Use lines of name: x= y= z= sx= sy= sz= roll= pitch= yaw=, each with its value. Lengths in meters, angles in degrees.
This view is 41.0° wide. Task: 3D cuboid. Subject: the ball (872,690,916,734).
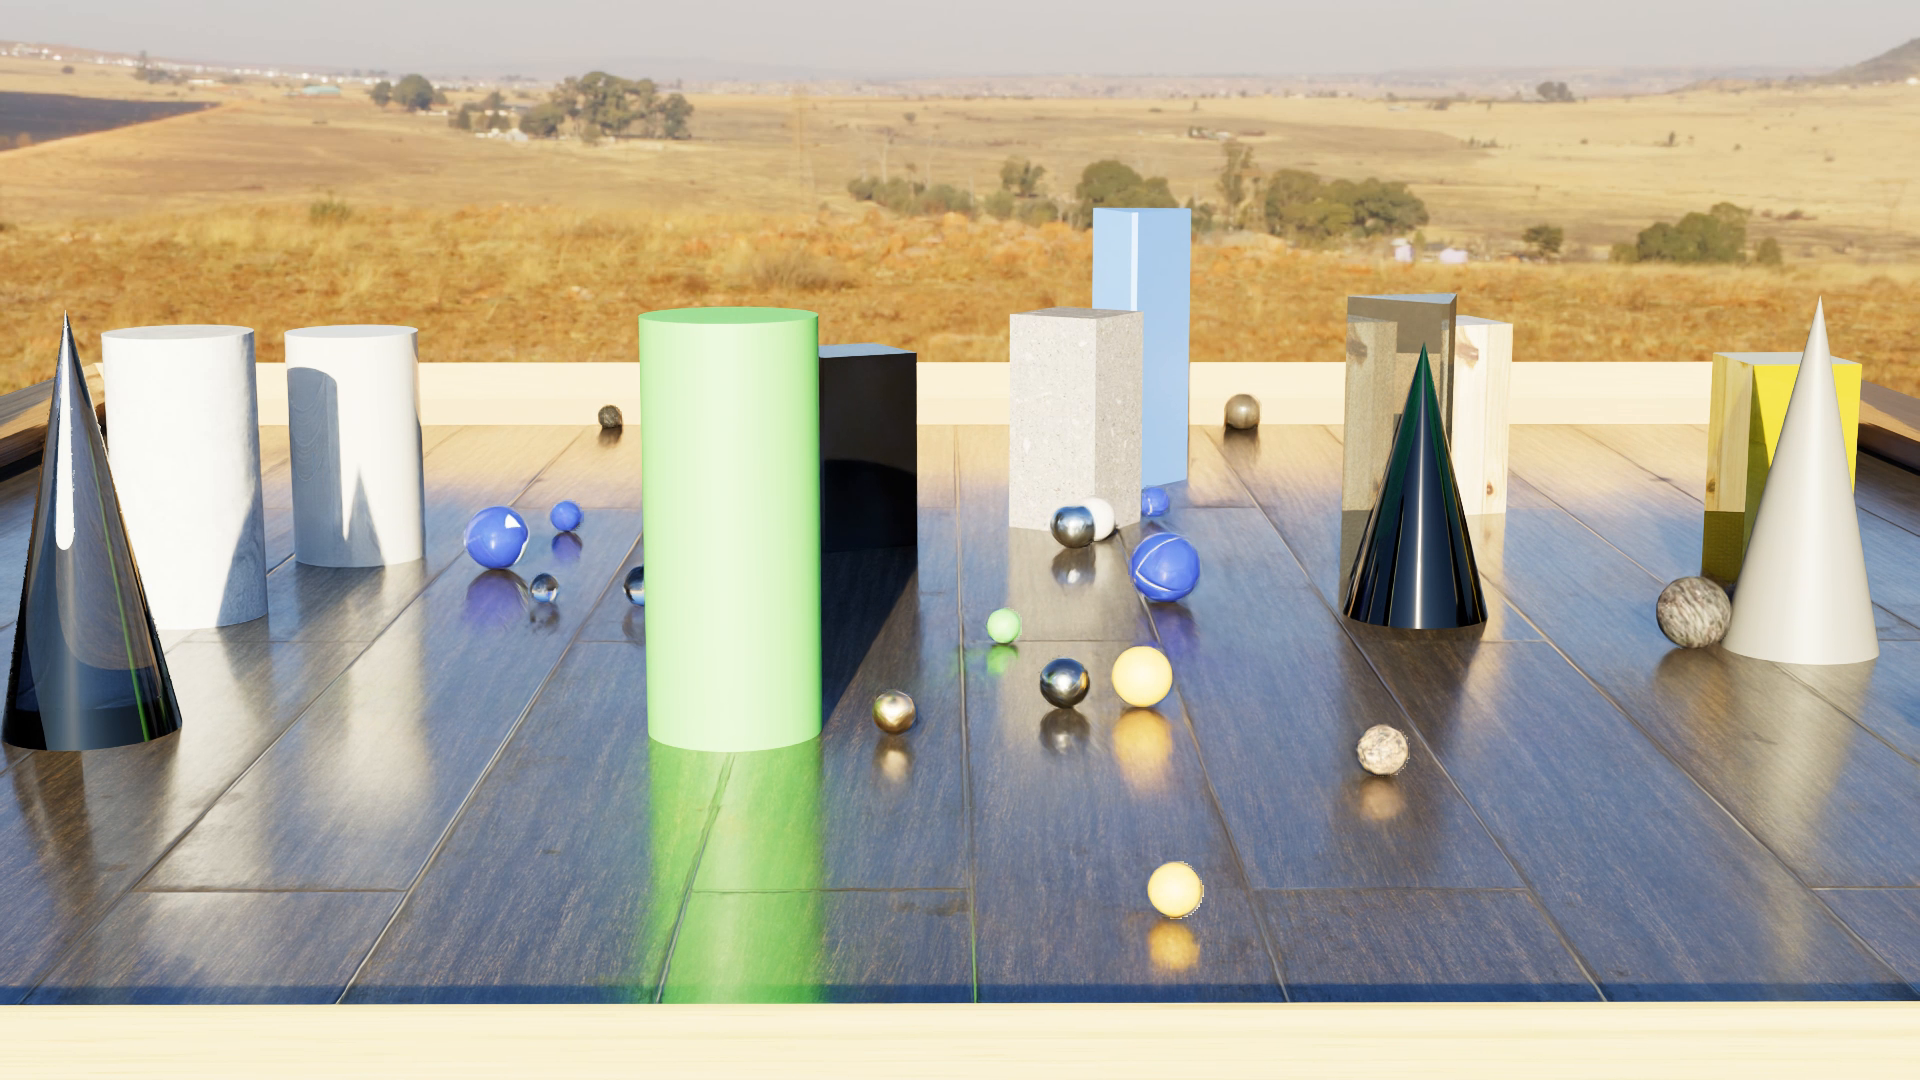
ball: x=-0.073 y=0.190 z=2.819 sx=0.048 sy=0.048 sz=0.048 roll=0 pitch=11 yaw=0

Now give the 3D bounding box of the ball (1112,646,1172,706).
ball: x=0.209 y=0.156 z=2.941 sx=0.070 sy=0.070 sz=0.070 roll=0 pitch=11 yaw=0

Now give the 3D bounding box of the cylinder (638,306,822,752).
cylinder: x=-0.249 y=-0.016 z=2.803 sx=0.193 sy=0.459 sz=0.193 roll=0 pitch=11 yaw=0

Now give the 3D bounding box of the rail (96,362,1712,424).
rail: x=-0.010 y=-0.294 z=5.206 sx=3.495 sy=0.125 sz=0.045 roll=0 pitch=11 yaw=0

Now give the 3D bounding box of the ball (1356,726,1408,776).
ball: x=0.437 y=0.218 z=2.657 sx=0.052 sy=0.052 sz=0.052 roll=0 pitch=11 yaw=0

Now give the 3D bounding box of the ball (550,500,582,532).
ball: x=-0.620 y=-0.037 z=4.040 sx=0.048 sy=0.048 sz=0.048 roll=0 pitch=11 yaw=0

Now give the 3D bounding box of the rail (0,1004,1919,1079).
rail: x=0.010 y=0.359 z=1.692 sx=3.495 sy=0.125 sz=0.045 roll=0 pitch=11 yaw=0

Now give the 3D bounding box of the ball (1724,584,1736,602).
ball: x=1.026 y=0.084 z=3.356 sx=0.059 sy=0.059 sz=0.059 roll=0 pitch=11 yaw=0

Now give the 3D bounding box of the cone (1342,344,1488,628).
cone: x=0.611 y=-0.082 z=3.409 sx=0.193 sy=0.367 sz=0.193 roll=0 pitch=11 yaw=0

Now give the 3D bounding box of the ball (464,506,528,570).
ball: x=-0.675 y=-0.003 z=3.735 sx=0.093 sy=0.093 sz=0.093 roll=0 pitch=11 yaw=0

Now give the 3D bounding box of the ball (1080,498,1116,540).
ball: x=0.207 y=-0.032 z=3.961 sx=0.067 sy=0.067 sz=0.067 roll=0 pitch=11 yaw=0

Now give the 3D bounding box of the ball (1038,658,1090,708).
ball: x=0.119 y=0.163 z=2.934 sx=0.058 sy=0.058 sz=0.058 roll=0 pitch=11 yaw=0

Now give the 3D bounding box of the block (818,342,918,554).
block: x=-0.169 y=-0.144 z=3.938 sx=0.154 sy=0.296 sz=0.154 roll=-5 pitch=12 yaw=-27

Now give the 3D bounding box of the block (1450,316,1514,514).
block: x=0.799 y=-0.207 z=4.233 sx=0.154 sy=0.310 sz=0.154 roll=-3 pitch=11 yaw=-18

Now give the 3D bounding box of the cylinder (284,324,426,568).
cylinder: x=-0.899 y=-0.143 z=3.821 sx=0.193 sy=0.336 sz=0.193 roll=0 pitch=11 yaw=0

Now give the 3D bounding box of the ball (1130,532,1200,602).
ball: x=0.281 y=0.037 z=3.506 sx=0.097 sy=0.097 sz=0.097 roll=0 pitch=11 yaw=0

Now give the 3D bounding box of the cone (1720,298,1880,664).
cone: x=1.061 y=-0.084 z=3.203 sx=0.193 sy=0.445 sz=0.193 roll=0 pitch=11 yaw=0

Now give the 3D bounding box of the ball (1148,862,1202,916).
ball: x=0.186 y=0.302 z=2.219 sx=0.046 sy=0.046 sz=0.046 roll=0 pitch=11 yaw=0

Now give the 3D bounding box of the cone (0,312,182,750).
cone: x=-0.963 y=-0.020 z=2.805 sx=0.193 sy=0.466 sz=0.193 roll=0 pitch=11 yaw=0

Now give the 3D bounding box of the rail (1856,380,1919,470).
rail: x=1.724 y=0.030 z=3.459 sx=0.045 sy=0.125 sz=3.621 roll=0 pitch=11 yaw=0

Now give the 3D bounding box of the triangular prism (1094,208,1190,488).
triangular prism: x=0.292 y=-0.340 z=4.495 sx=0.145 sy=0.477 sz=0.167 roll=8 pitch=13 yaw=38

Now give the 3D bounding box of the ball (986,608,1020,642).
ball: x=0.056 y=0.109 z=3.265 sx=0.043 sy=0.043 sz=0.043 roll=0 pitch=11 yaw=0

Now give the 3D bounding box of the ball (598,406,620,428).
ball: x=-0.710 y=-0.249 z=5.186 sx=0.045 sy=0.045 sz=0.045 roll=0 pitch=11 yaw=0

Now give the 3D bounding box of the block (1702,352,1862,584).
block: x=1.167 y=-0.102 z=3.654 sx=0.154 sy=0.316 sz=0.154 roll=-1 pitch=11 yaw=-4

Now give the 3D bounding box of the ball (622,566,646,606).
ball: x=-0.431 y=0.062 z=3.486 sx=0.056 sy=0.056 sz=0.056 roll=0 pitch=11 yaw=0

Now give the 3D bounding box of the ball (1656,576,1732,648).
ball: x=0.924 y=0.091 z=3.233 sx=0.092 sy=0.092 sz=0.092 roll=0 pitch=11 yaw=0

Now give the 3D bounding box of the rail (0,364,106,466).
rail: x=-1.724 y=0.034 z=3.439 sx=0.045 sy=0.125 sz=3.621 roll=0 pitch=11 yaw=0

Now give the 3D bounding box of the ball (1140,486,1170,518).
ball: x=0.314 y=-0.061 z=4.142 sx=0.050 sy=0.050 sz=0.050 roll=0 pitch=11 yaw=0

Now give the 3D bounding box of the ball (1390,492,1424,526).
ball: x=0.713 y=-0.050 z=4.097 sx=0.053 sy=0.053 sz=0.053 roll=0 pitch=11 yaw=0

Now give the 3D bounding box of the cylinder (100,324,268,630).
cylinder: x=-1.027 y=-0.087 z=3.404 sx=0.193 sy=0.379 sz=0.193 roll=0 pitch=11 yaw=0

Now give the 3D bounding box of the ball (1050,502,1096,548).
ball: x=0.172 y=-0.023 z=3.903 sx=0.070 sy=0.070 sz=0.070 roll=0 pitch=11 yaw=0

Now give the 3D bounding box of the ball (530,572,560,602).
ball: x=-0.569 y=0.065 z=3.508 sx=0.041 sy=0.041 sz=0.041 roll=0 pitch=11 yaw=0

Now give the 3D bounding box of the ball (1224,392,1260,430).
ball: x=0.568 y=-0.259 z=5.163 sx=0.074 sy=0.074 sz=0.074 roll=0 pitch=11 yaw=0

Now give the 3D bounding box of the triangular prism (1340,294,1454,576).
triangular prism: x=0.659 y=-0.148 z=3.669 sx=0.167 sy=0.401 sz=0.145 roll=10 pitch=15 yaw=44

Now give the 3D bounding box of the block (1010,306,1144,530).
block: x=0.185 y=-0.193 z=4.081 sx=0.154 sy=0.338 sz=0.154 roll=7 pitch=12 yaw=31
